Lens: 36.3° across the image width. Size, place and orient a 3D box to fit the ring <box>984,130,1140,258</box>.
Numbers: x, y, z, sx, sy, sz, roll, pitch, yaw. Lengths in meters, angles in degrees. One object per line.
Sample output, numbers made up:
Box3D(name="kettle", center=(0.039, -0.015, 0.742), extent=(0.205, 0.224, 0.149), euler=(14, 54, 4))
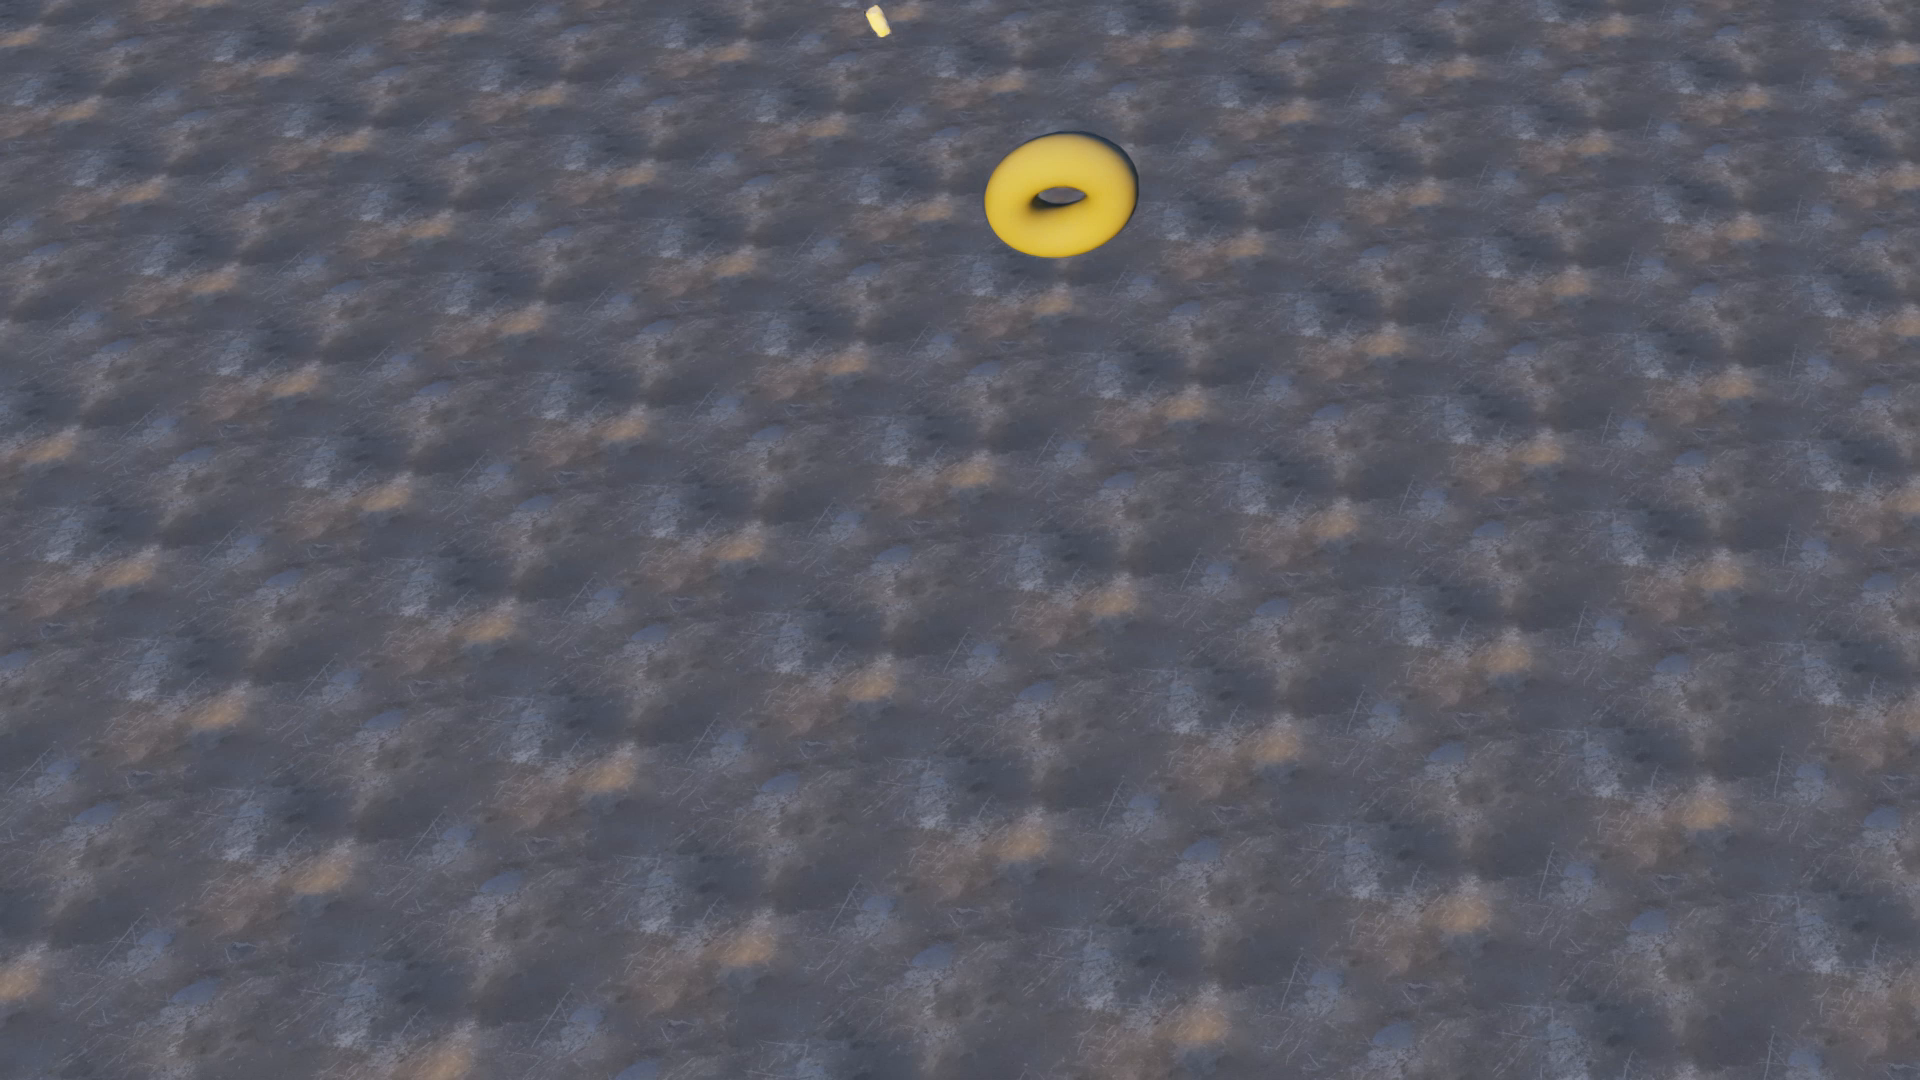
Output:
Box3D(name="ring", center=(0.291, -0.988, 8.400), extent=(0.405, 0.484, 0.165), euler=(33, 46, -30))
